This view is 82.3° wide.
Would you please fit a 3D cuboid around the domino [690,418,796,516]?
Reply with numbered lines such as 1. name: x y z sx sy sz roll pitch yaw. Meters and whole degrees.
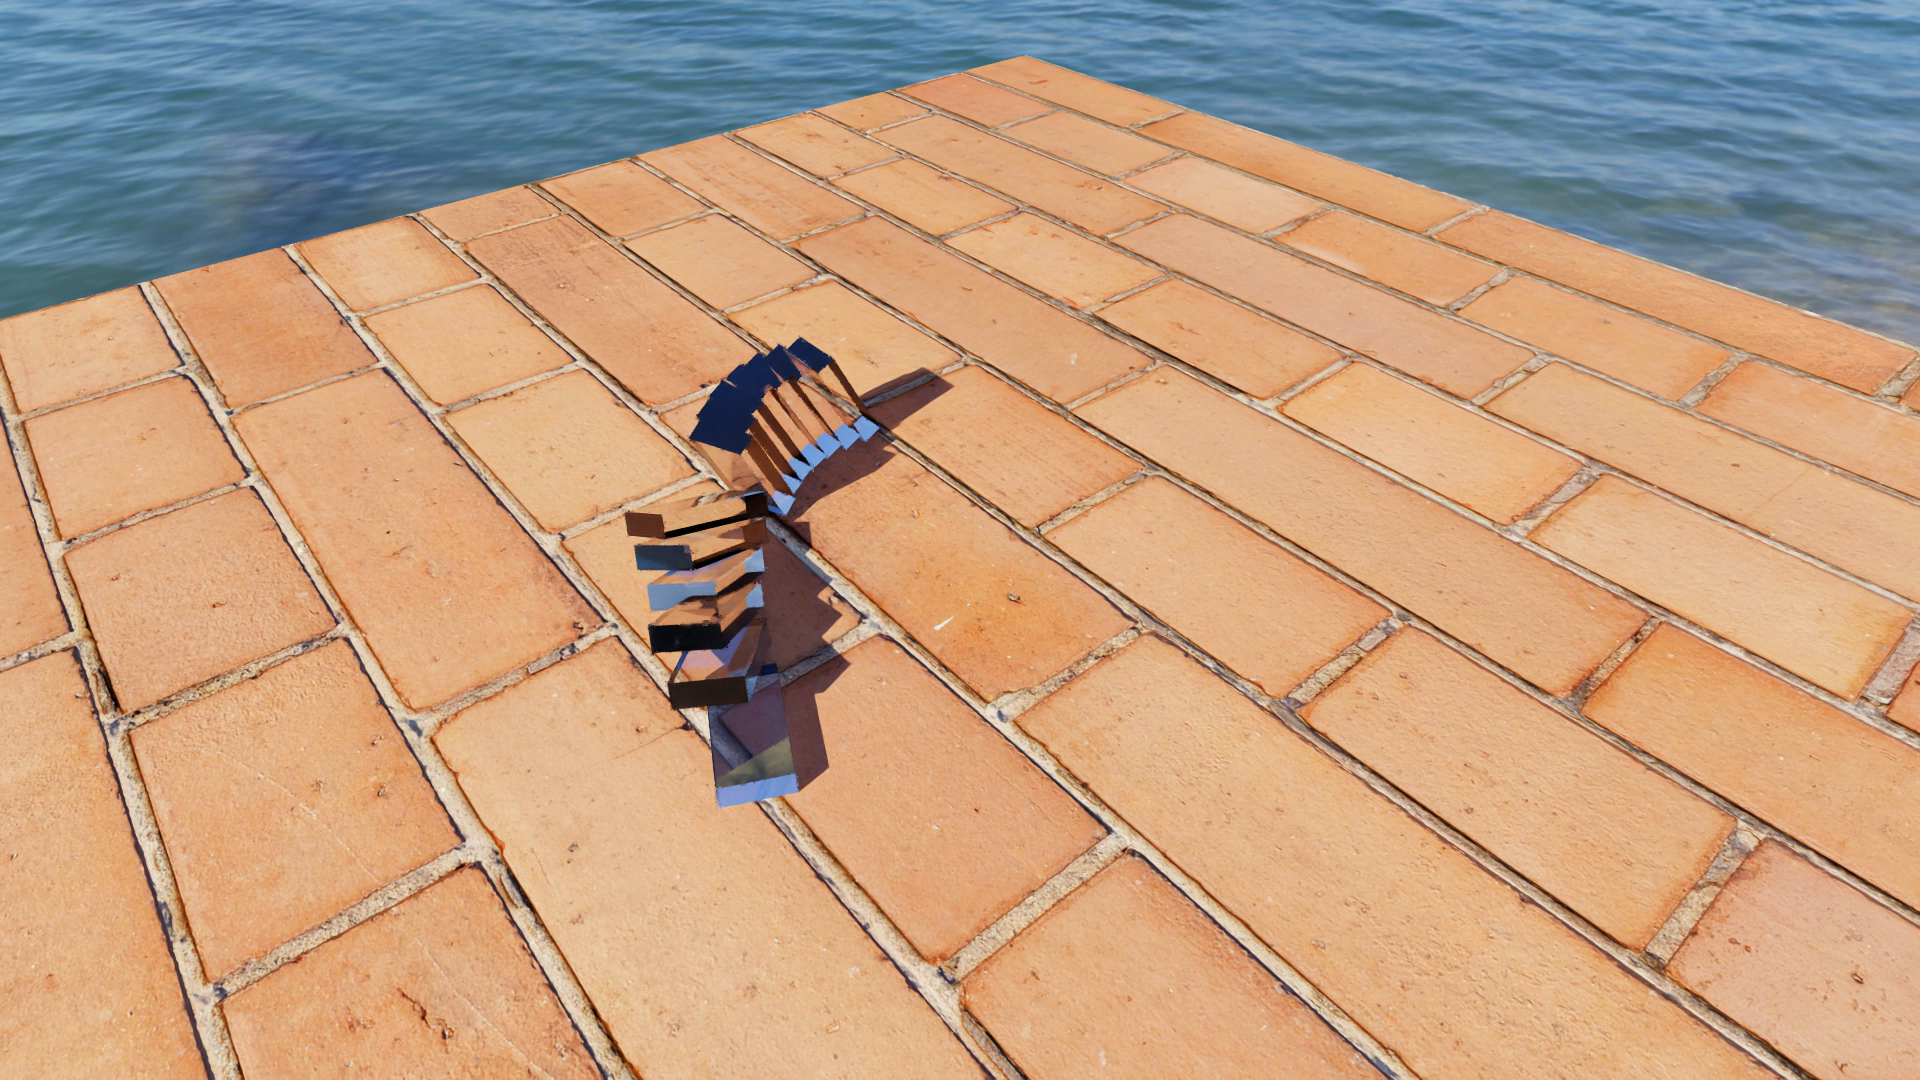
1. domino: -0.088 -0.029 0.447 0.025 0.050 0.009 18 69 21

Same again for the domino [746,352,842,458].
1. domino: -0.073 -0.059 0.484 0.010 0.050 0.025 -47 54 -10

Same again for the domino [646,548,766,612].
1. domino: -0.093 0.014 0.407 0.025 0.009 0.050 -3 13 10

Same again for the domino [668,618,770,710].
1. domino: -0.082 0.042 0.377 0.025 0.010 0.050 -6 18 0

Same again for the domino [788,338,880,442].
1. domino: -0.057 -0.067 0.494 0.010 0.050 0.025 -47 54 -10

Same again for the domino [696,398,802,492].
1. domino: -0.087 -0.037 0.458 0.025 0.050 0.010 23 71 25

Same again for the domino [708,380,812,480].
1. domino: -0.084 -0.045 0.467 0.025 0.050 0.010 28 73 30

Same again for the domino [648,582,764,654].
1. domino: -0.089 0.027 0.391 0.025 0.009 0.050 -4 12 6

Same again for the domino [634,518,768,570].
1. domino: -0.098 0.001 0.422 0.025 0.009 0.050 -1 12 23

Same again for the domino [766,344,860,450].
1. domino: -0.065 -0.063 0.489 0.010 0.050 0.025 -47 54 -10

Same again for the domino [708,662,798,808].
1. domino: -0.070 0.064 0.366 0.025 0.010 0.050 -9 40 -11

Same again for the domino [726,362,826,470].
1. domino: -0.079 -0.053 0.477 0.009 0.050 0.025 -47 54 -10

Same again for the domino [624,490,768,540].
1. domino: -0.104 -0.011 0.436 0.025 0.010 0.050 4 14 40
